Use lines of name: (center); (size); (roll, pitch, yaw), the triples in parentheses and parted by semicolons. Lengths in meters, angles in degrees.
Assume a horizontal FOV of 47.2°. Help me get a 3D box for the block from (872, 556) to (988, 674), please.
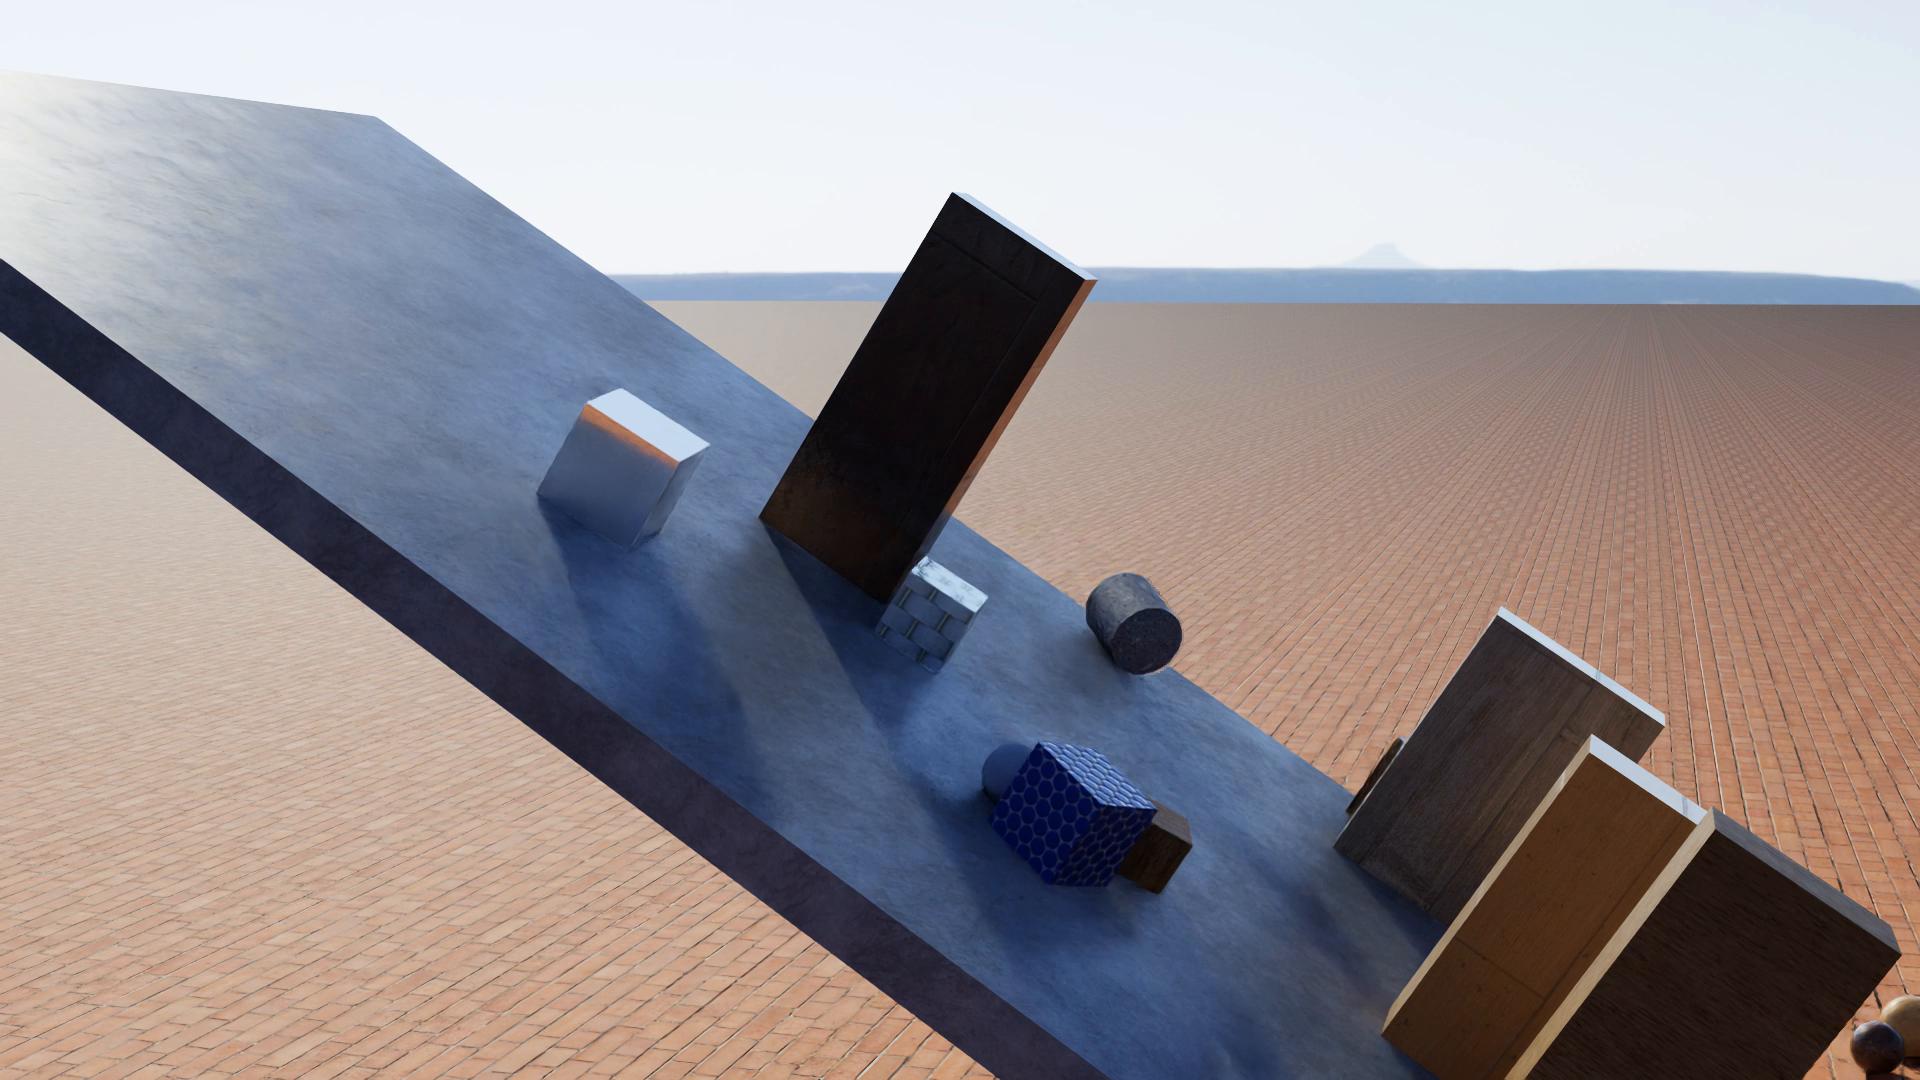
block: (-0.055, 0.140, 4.114); (0.142, 0.142, 0.142); (33, 15, 3)

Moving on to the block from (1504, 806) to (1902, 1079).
block: (0.945, 0.748, 3.035); (0.279, 0.722, 0.135); (35, 15, 11)

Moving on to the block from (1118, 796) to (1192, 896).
block: (0.316, 0.512, 3.731); (0.107, 0.107, 0.107); (30, 15, -9)

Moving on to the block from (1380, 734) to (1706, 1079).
block: (1.063, 0.705, 3.647); (0.450, 0.600, 0.149); (35, 15, 11)

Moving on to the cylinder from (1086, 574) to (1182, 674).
cylinder: (0.377, 0.182, 4.799); (0.163, 0.163, 0.163); (-2, 28, -19)

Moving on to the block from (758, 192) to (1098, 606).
block: (-0.067, -0.269, 4.227); (0.305, 0.741, 0.101); (35, 15, 11)

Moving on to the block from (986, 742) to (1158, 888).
block: (0.183, 0.447, 3.568); (0.162, 0.162, 0.162); (13, 24, -50)

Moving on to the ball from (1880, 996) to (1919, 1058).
ball: (2.255, 1.152, 5.210); (0.143, 0.143, 0.143); (0, 7, 0)

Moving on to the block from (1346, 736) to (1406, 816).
block: (1.003, 0.576, 4.712); (0.202, 0.202, 0.202); (18, 21, -43)

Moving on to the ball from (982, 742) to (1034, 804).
ball: (0.092, 0.393, 3.658); (0.111, 0.111, 0.111); (0, 7, 0)

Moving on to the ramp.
ramp: (-0.141, 0.235, 4.106); (4.000, 0.100, 2.000); (35, 15, 11)

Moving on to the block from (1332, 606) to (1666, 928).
block: (1.076, 0.485, 4.409); (0.380, 0.582, 0.119); (35, 15, 11)

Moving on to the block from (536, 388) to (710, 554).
block: (-0.582, -0.123, 3.812); (0.187, 0.187, 0.187); (33, 15, 2)

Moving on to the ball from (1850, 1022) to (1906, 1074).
ball: (2.127, 1.177, 5.099); (0.120, 0.120, 0.120); (0, 7, 0)
